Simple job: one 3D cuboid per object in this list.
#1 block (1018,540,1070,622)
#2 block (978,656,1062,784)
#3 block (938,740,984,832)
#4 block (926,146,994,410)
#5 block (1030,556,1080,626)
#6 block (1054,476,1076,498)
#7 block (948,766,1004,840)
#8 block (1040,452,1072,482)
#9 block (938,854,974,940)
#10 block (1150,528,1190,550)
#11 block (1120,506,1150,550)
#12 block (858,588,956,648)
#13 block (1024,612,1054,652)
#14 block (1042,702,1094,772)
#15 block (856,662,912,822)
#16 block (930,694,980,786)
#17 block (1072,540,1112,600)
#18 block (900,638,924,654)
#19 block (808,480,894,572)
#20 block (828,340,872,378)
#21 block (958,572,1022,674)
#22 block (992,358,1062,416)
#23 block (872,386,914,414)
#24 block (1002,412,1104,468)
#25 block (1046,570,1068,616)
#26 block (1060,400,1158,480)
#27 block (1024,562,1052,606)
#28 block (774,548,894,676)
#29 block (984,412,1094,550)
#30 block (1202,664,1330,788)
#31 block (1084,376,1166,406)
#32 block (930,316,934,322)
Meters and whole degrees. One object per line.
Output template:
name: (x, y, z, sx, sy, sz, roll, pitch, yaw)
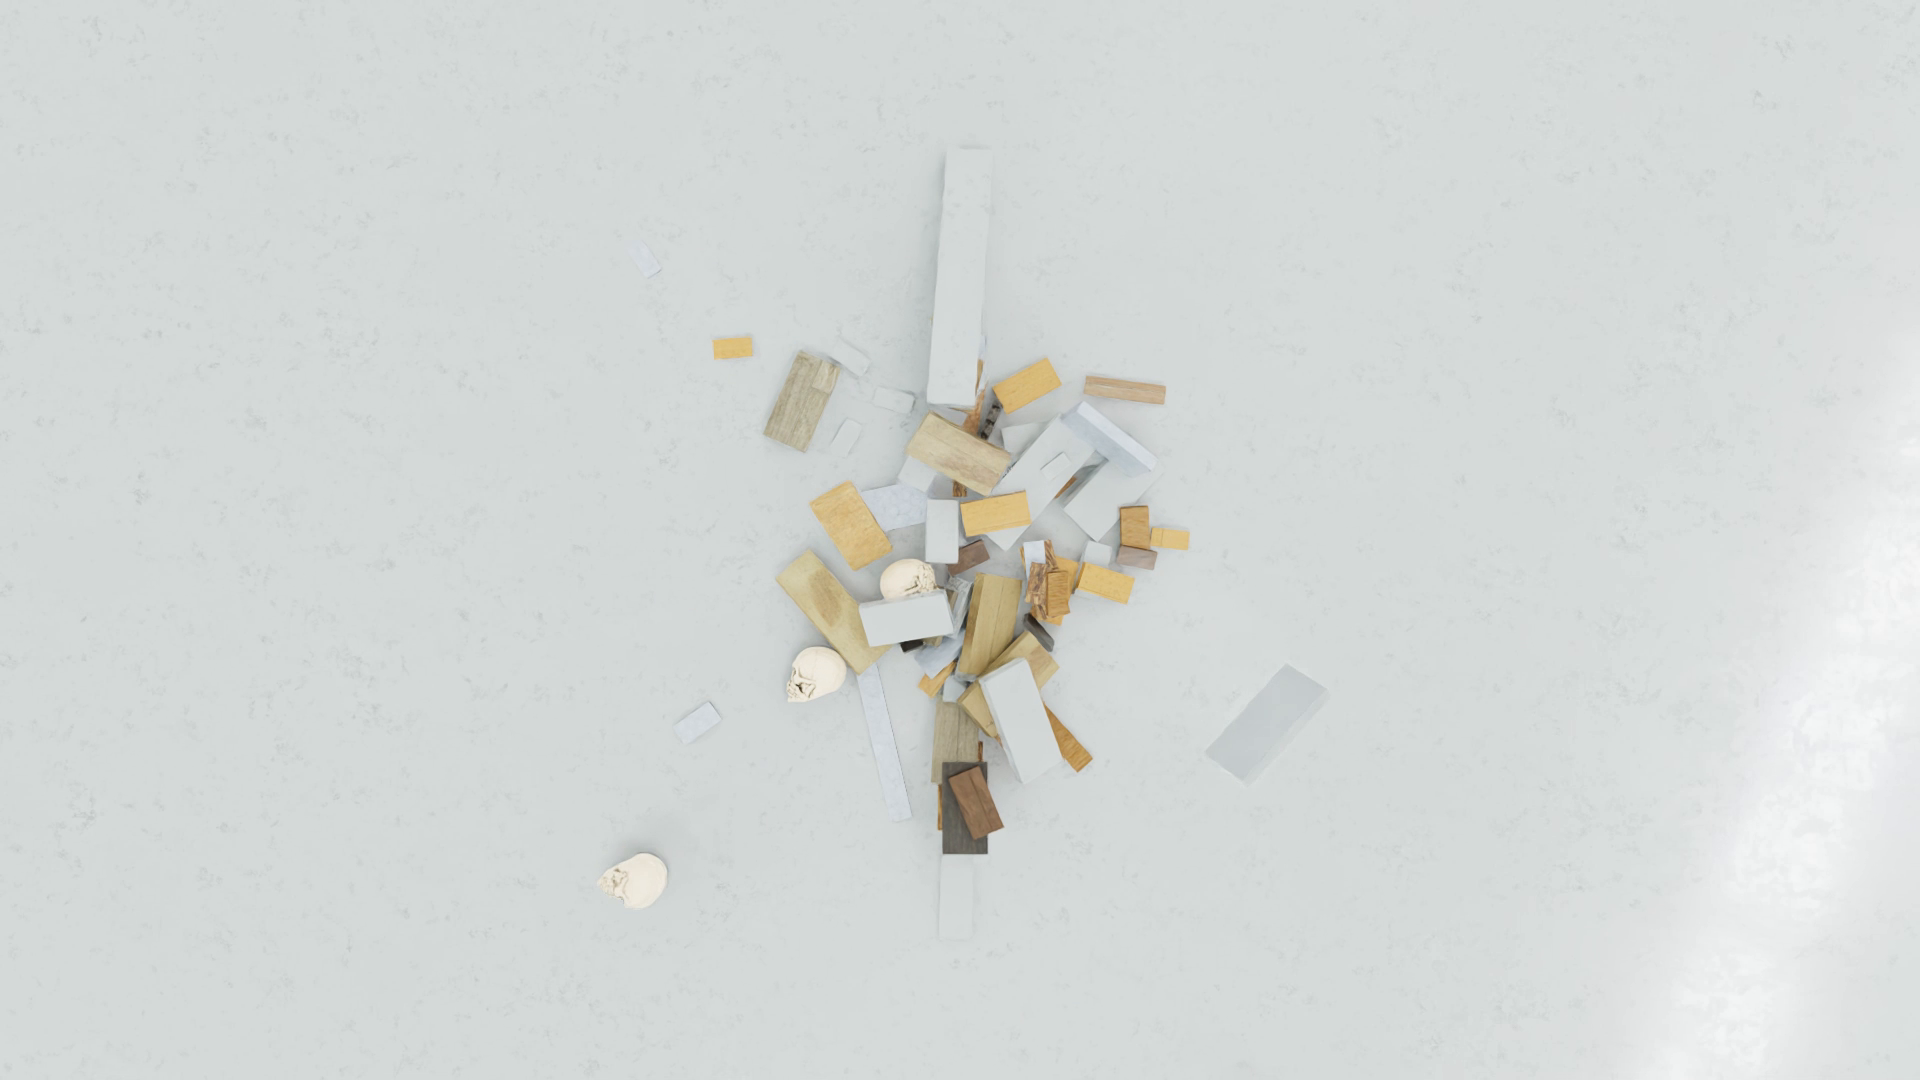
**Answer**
block: (0.279, 0.133, 5.454, 0.109, 0.031, 0.252, -15, 90, 0)
block: (0.200, 0.590, 5.385, 0.165, 0.047, 0.385, -28, 110, -22)
block: (0.001, 0.811, 5.436, 0.147, 0.042, 0.294, 1, 73, 0)
block: (0.002, -0.862, 5.393, 0.154, 0.044, 0.879, 4, 79, 0)
block: (0.315, 0.165, 5.485, 0.109, 0.031, 0.219, 18, 90, 0)
block: (0.338, -0.186, 5.493, 0.094, 0.013, 0.047, -43, 90, 0)
block: (0.052, 0.846, 5.318, 0.107, 0.030, 0.214, -22, 90, 0)
block: (0.314, -0.240, 5.395, 0.095, 0.013, 0.047, -38, 100, 6)
block: (-0.009, 1.048, 5.485, 0.107, 0.030, 0.550, 2, 90, 0)
block: (0.698, -0.004, 5.491, 0.126, 0.018, 0.063, 7, 90, 0)
block: (0.580, -0.020, 5.459, 0.093, 0.026, 0.185, -4, 107, 0)
block: (-0.172, 0.254, 5.365, 0.286, 0.041, 0.143, -10, 113, 10)
block: (0.261, 0.306, 5.451, 0.019, 0.067, 0.134, -36, 104, 21)
block: (0.283, 0.601, 5.490, 0.072, 0.020, 0.402, -42, 90, 0)
block: (-0.259, 0.651, 5.489, 0.074, 0.021, 0.571, -13, 90, 0)
block: (-0.014, 0.661, 5.437, 0.147, 0.042, 0.294, 4, 73, 0)
block: (0.439, 0.101, 5.471, 0.093, 0.026, 0.185, 15, 90, -21)
block: (-0.177, 0.296, 5.462, 0.074, 0.021, 0.148, -21, 68, 0)
block: (-0.353, -0.044, 5.385, 0.153, 0.043, 0.305, -29, 129, 2)
block: (-0.366, -0.605, 5.491, 0.128, 0.018, 0.064, 34, 90, 0)
block: (0.102, 0.281, 5.431, 0.165, 0.047, 0.329, 10, 90, -38)
block: (0.223, -0.511, 5.485, 0.209, 0.030, 0.104, -29, 90, 0)
block: (-0.221, -0.464, 5.491, 0.128, 0.018, 0.064, 15, 90, 0)
block: (0.315, -0.314, 5.476, 0.335, 0.047, 0.167, -9, 90, 0)
block: (0.318, 0.175, 5.405, 0.072, 0.020, 0.143, -4, 100, -19)
block: (0.480, -0.320, 5.314, 0.308, 0.154, 0.044, 37, 73, -7)
block: (0.257, 0.143, 5.410, 0.067, 0.019, 0.134, 9, 96, -2)
block: (-0.416, 0.240, 5.466, 0.153, 0.043, 0.424, -41, 87, -1)
block: (0.240, -0.193, 5.433, 0.167, 0.047, 0.465, 40, 98, -9)
block: (0.786, 0.474, 4.228, 0.324, 0.143, 0.041, -45, 134, -10)
block: (0.549, -0.499, 5.491, 0.270, 0.018, 0.063, 8, 90, 0)
block: (-0.038, -0.681, 5.391, 0.070, 0.020, 0.140, -27, 81, -3)
